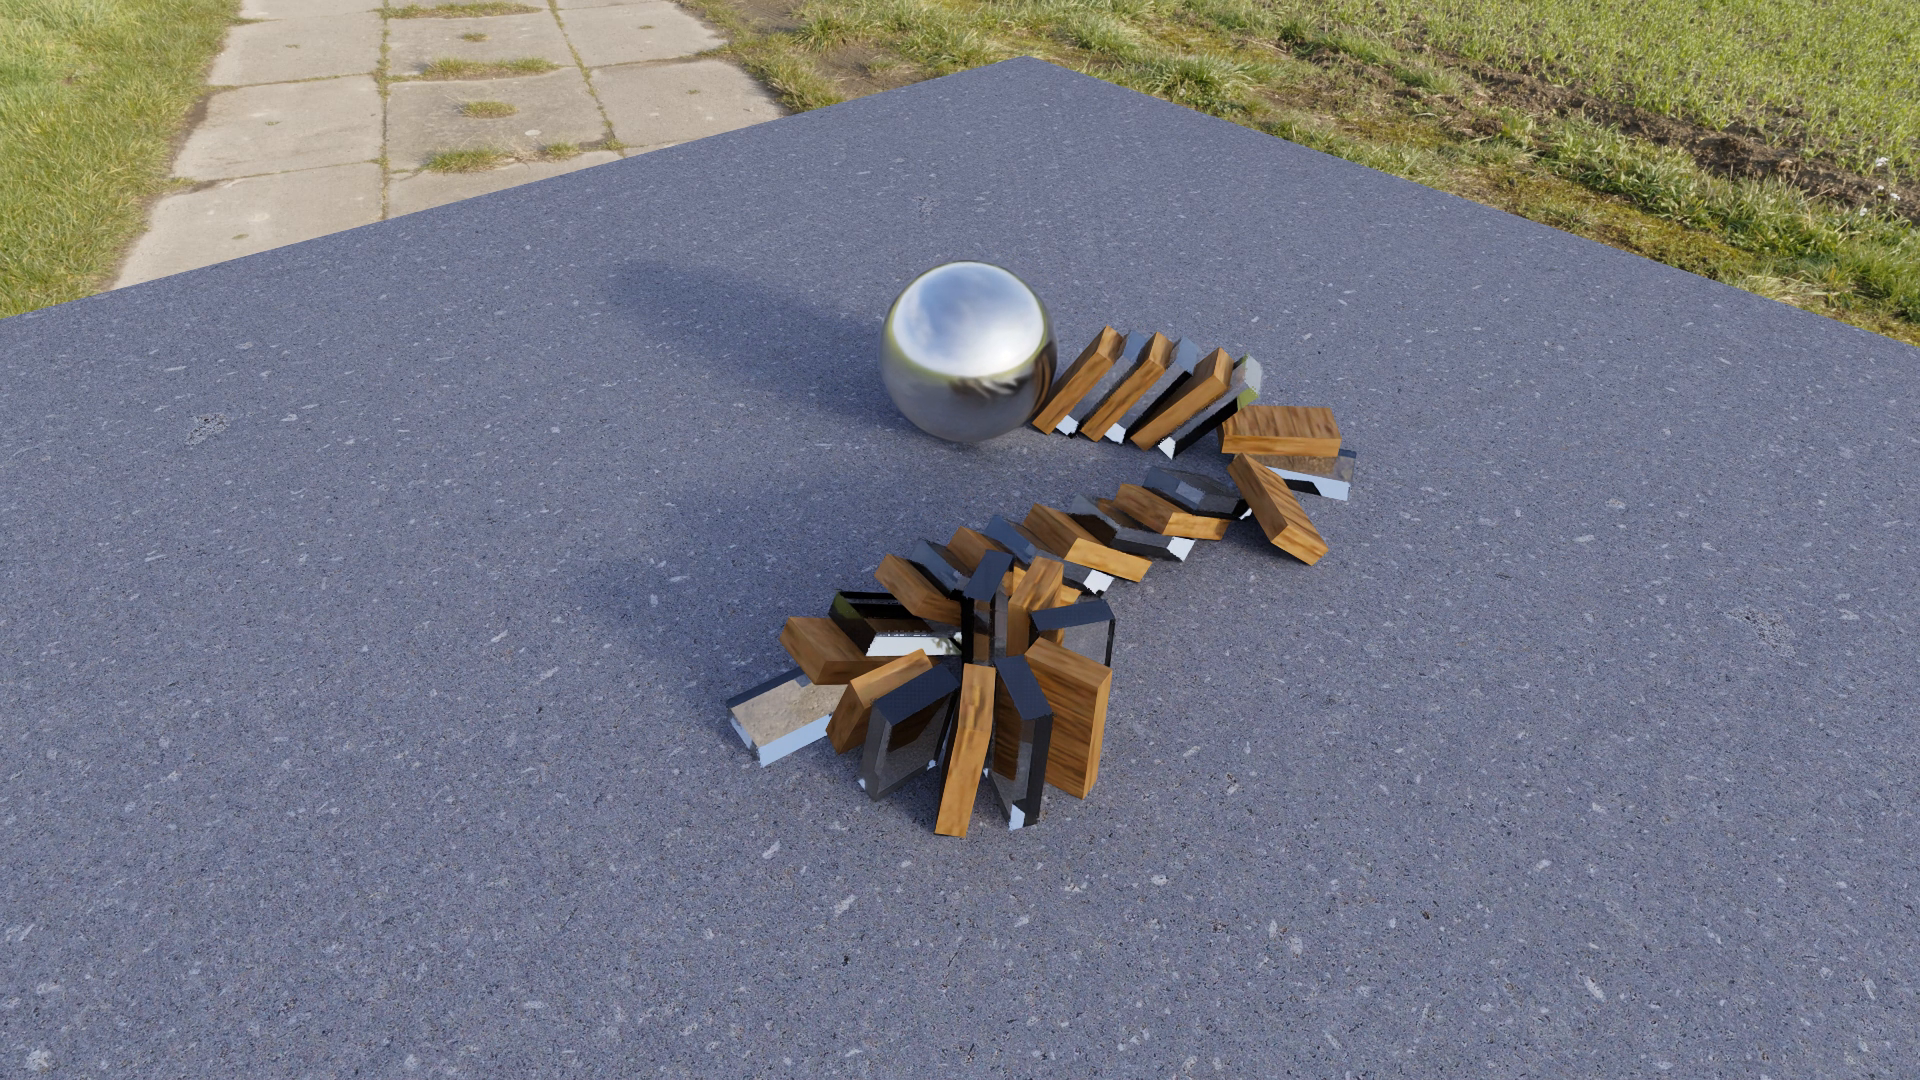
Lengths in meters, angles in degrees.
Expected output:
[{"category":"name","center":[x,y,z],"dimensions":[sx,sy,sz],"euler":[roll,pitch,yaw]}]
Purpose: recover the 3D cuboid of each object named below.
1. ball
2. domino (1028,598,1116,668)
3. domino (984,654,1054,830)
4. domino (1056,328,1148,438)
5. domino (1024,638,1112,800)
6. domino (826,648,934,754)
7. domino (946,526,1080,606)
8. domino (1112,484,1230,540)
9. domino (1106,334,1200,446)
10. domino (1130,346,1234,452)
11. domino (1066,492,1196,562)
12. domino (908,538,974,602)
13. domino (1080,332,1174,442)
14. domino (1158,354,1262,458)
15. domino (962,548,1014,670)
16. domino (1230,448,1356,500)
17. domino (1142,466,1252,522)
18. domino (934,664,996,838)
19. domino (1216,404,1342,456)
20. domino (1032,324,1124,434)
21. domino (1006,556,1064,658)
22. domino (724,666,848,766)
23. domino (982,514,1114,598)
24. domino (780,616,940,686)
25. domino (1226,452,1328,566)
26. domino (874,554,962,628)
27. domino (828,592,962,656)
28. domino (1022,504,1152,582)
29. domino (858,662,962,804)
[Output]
[{"category":"ball","center":[0.004,-0.084,0.490],"dimensions":[0.080,0.080,0.080],"euler":[0,39,0]},{"category":"domino","center":[0.035,0.043,0.359],"dimensions":[0.025,0.050,0.009],"euler":[-9,40,-11]},{"category":"domino","center":[0.017,0.062,0.335],"dimensions":[0.009,0.050,0.025],"euler":[-9,40,-16]},{"category":"domino","center":[0.064,-0.071,0.500],"dimensions":[0.009,0.050,0.025],"euler":[35,41,-9]},{"category":"domino","center":[0.032,0.056,0.343],"dimensions":[0.025,0.050,0.009],"euler":[23,42,25]},{"category":"domino","center":[-0.026,0.052,0.349],"dimensions":[0.025,0.050,0.009],"euler":[-22,72,-25]},{"category":"domino","center":[0.021,0.011,0.406],"dimensions":[0.050,0.009,0.025],"euler":[20,17,-47]},{"category":"domino","center":[0.085,-0.011,0.437],"dimensions":[0.025,0.010,0.050],"euler":[34,19,35]},{"category":"domino","center":[0.086,-0.067,0.495],"dimensions":[0.010,0.050,0.025],"euler":[35,41,-9]},{"category":"domino","center":[0.099,-0.063,0.492],"dimensions":[0.009,0.050,0.025],"euler":[40,40,-14]},{"category":"domino","center":[0.067,-0.005,0.429],"dimensions":[0.050,0.009,0.025],"euler":[9,25,-45]},{"category":"domino","center":[0.006,0.015,0.399],"dimensions":[0.050,0.009,0.025],"euler":[19,17,-49]},{"category":"domino","center":[0.075,-0.069,0.498],"dimensions":[0.010,0.050,0.025],"euler":[35,41,-9]},{"category":"domino","center":[0.111,-0.059,0.488],"dimensions":[0.009,0.050,0.025],"euler":[40,40,-14]},{"category":"domino","center":[0.009,0.031,0.374],"dimensions":[0.009,0.050,0.025],"euler":[13,41,16]},{"category":"domino","center":[0.147,-0.033,0.484],"dimensions":[0.050,0.009,0.025],"euler":[13,41,16]},{"category":"domino","center":[0.097,-0.019,0.445],"dimensions":[0.025,0.009,0.050],"euler":[34,18,34]},{"category":"domino","center":[0.001,0.064,0.333],"dimensions":[0.009,0.050,0.025],"euler":[9,39,-2]},{"category":"domino","center":[0.140,-0.049,0.488],"dimensions":[0.050,0.010,0.025],"euler":[2,39,3]},{"category":"domino","center":[0.054,-0.073,0.503],"dimensions":[0.009,0.050,0.025],"euler":[35,41,-9]},{"category":"domino","center":[0.025,0.033,0.371],"dimensions":[0.009,0.050,0.025],"euler":[16,42,18]},{"category":"domino","center":[-0.051,0.055,0.376],"dimensions":[0.050,0.010,0.025],"euler":[-24,45,-26]},{"category":"domino","center":[0.033,0.006,0.412],"dimensions":[0.050,0.010,0.025],"euler":[20,16,-47]},{"category":"domino","center":[-0.034,0.038,0.377],"dimensions":[0.050,0.009,0.025],"euler":[6,27,-44]},{"category":"domino","center":[0.129,-0.013,0.449],"dimensions":[0.025,0.009,0.050],"euler":[26,30,-29]},{"category":"domino","center":[-0.005,0.020,0.395],"dimensions":[0.050,0.010,0.025],"euler":[19,17,-49]},{"category":"domino","center":[-0.019,0.030,0.389],"dimensions":[0.050,0.010,0.025],"euler":[5,27,-45]},{"category":"domino","center":[0.049,0.001,0.419],"dimensions":[0.050,0.009,0.025],"euler":[16,20,-47]},{"category":"domino","center":[-0.016,0.060,0.338],"dimensions":[0.025,0.050,0.010],"euler":[-27,61,-29]}]
